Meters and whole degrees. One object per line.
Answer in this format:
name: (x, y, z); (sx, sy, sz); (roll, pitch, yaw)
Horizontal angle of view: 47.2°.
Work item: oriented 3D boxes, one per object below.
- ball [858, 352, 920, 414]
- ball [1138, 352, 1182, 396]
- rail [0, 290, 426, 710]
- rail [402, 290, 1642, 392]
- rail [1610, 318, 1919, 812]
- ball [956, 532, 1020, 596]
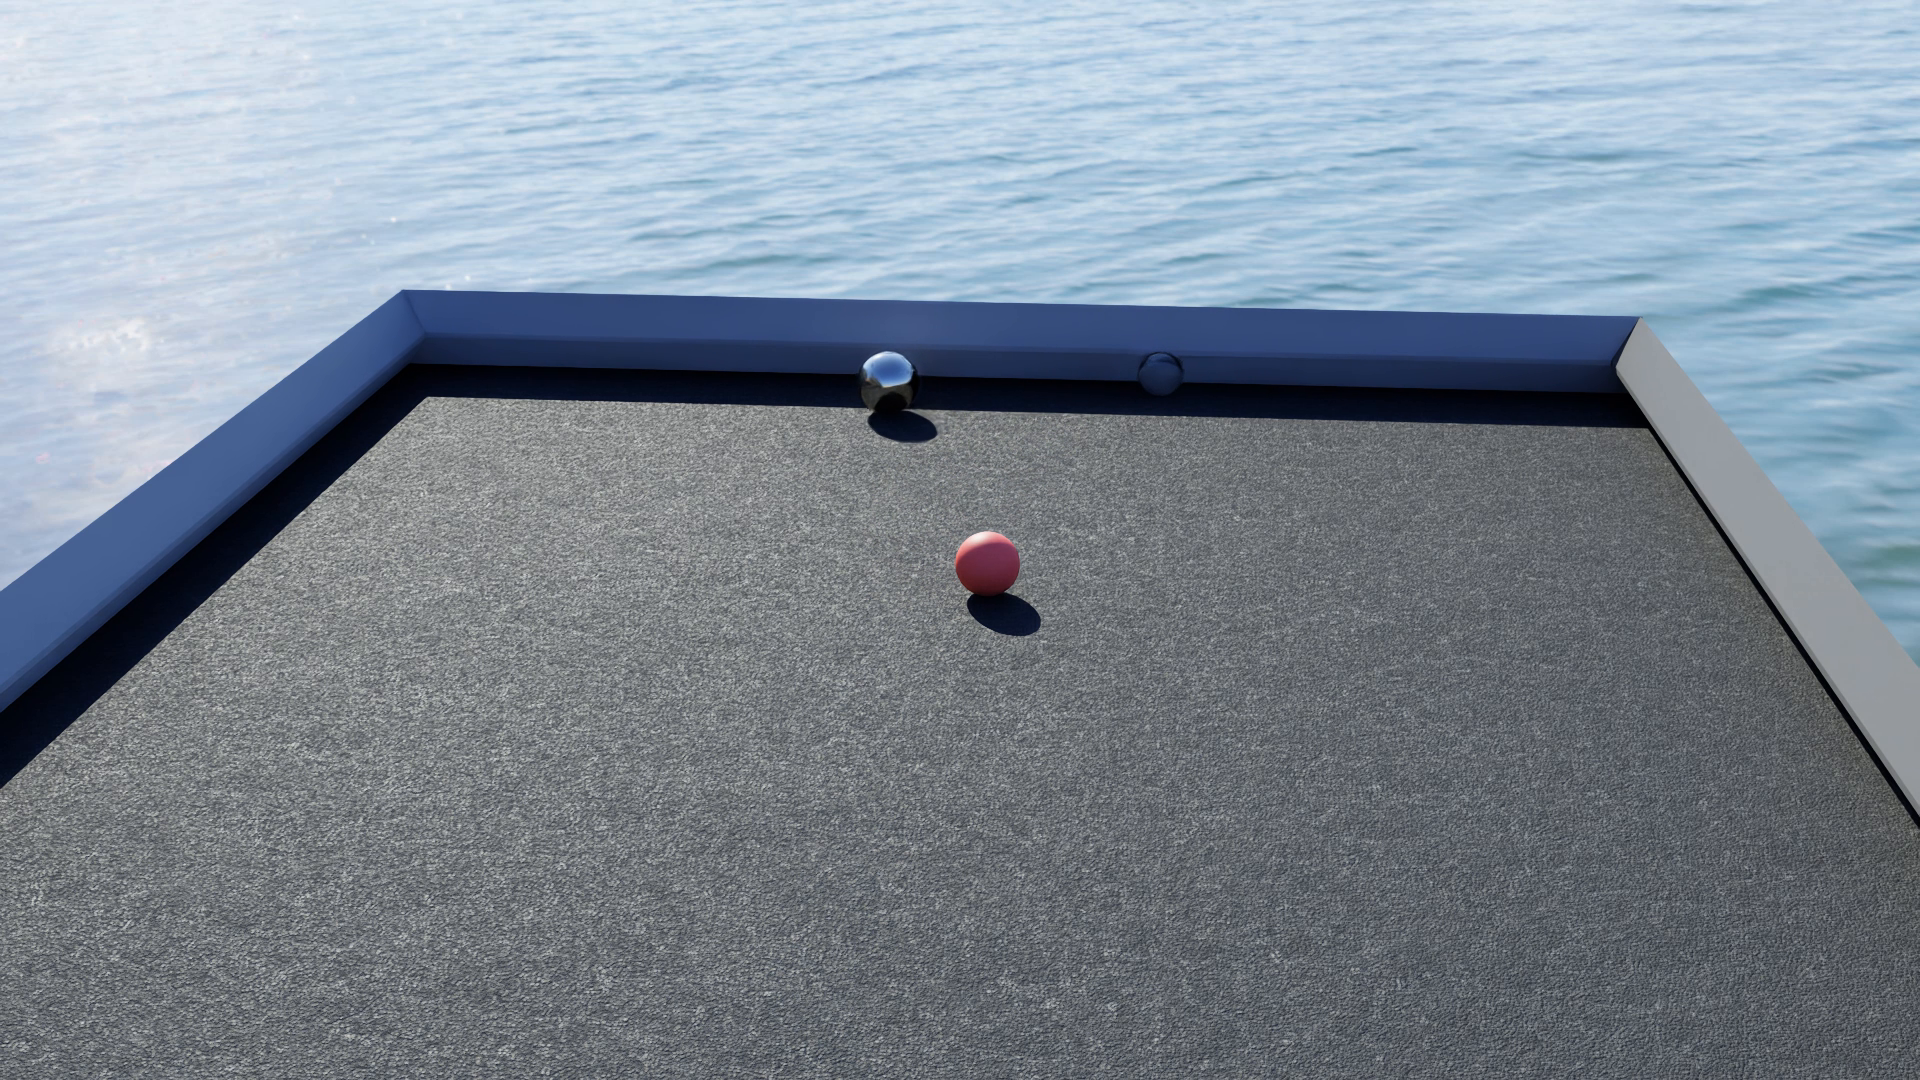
ball: (-0.099, -0.217, 3.026); (0.085, 0.085, 0.085); (0, 21, 0)
ball: (0.283, -0.235, 3.106); (0.063, 0.063, 0.063); (0, 21, 0)
rail: (-0.934, 0.230, 1.792); (0.045, 0.111, 3.126); (2, 21, 5)
rail: (0.066, -0.281, 3.157); (1.785, 0.111, 0.045); (2, 21, 5)
rail: (0.797, 0.283, 1.650); (0.045, 0.111, 3.126); (2, 21, 5)
ball: (0.030, 0.026, 2.397); (0.071, 0.071, 0.071); (0, 21, 0)
